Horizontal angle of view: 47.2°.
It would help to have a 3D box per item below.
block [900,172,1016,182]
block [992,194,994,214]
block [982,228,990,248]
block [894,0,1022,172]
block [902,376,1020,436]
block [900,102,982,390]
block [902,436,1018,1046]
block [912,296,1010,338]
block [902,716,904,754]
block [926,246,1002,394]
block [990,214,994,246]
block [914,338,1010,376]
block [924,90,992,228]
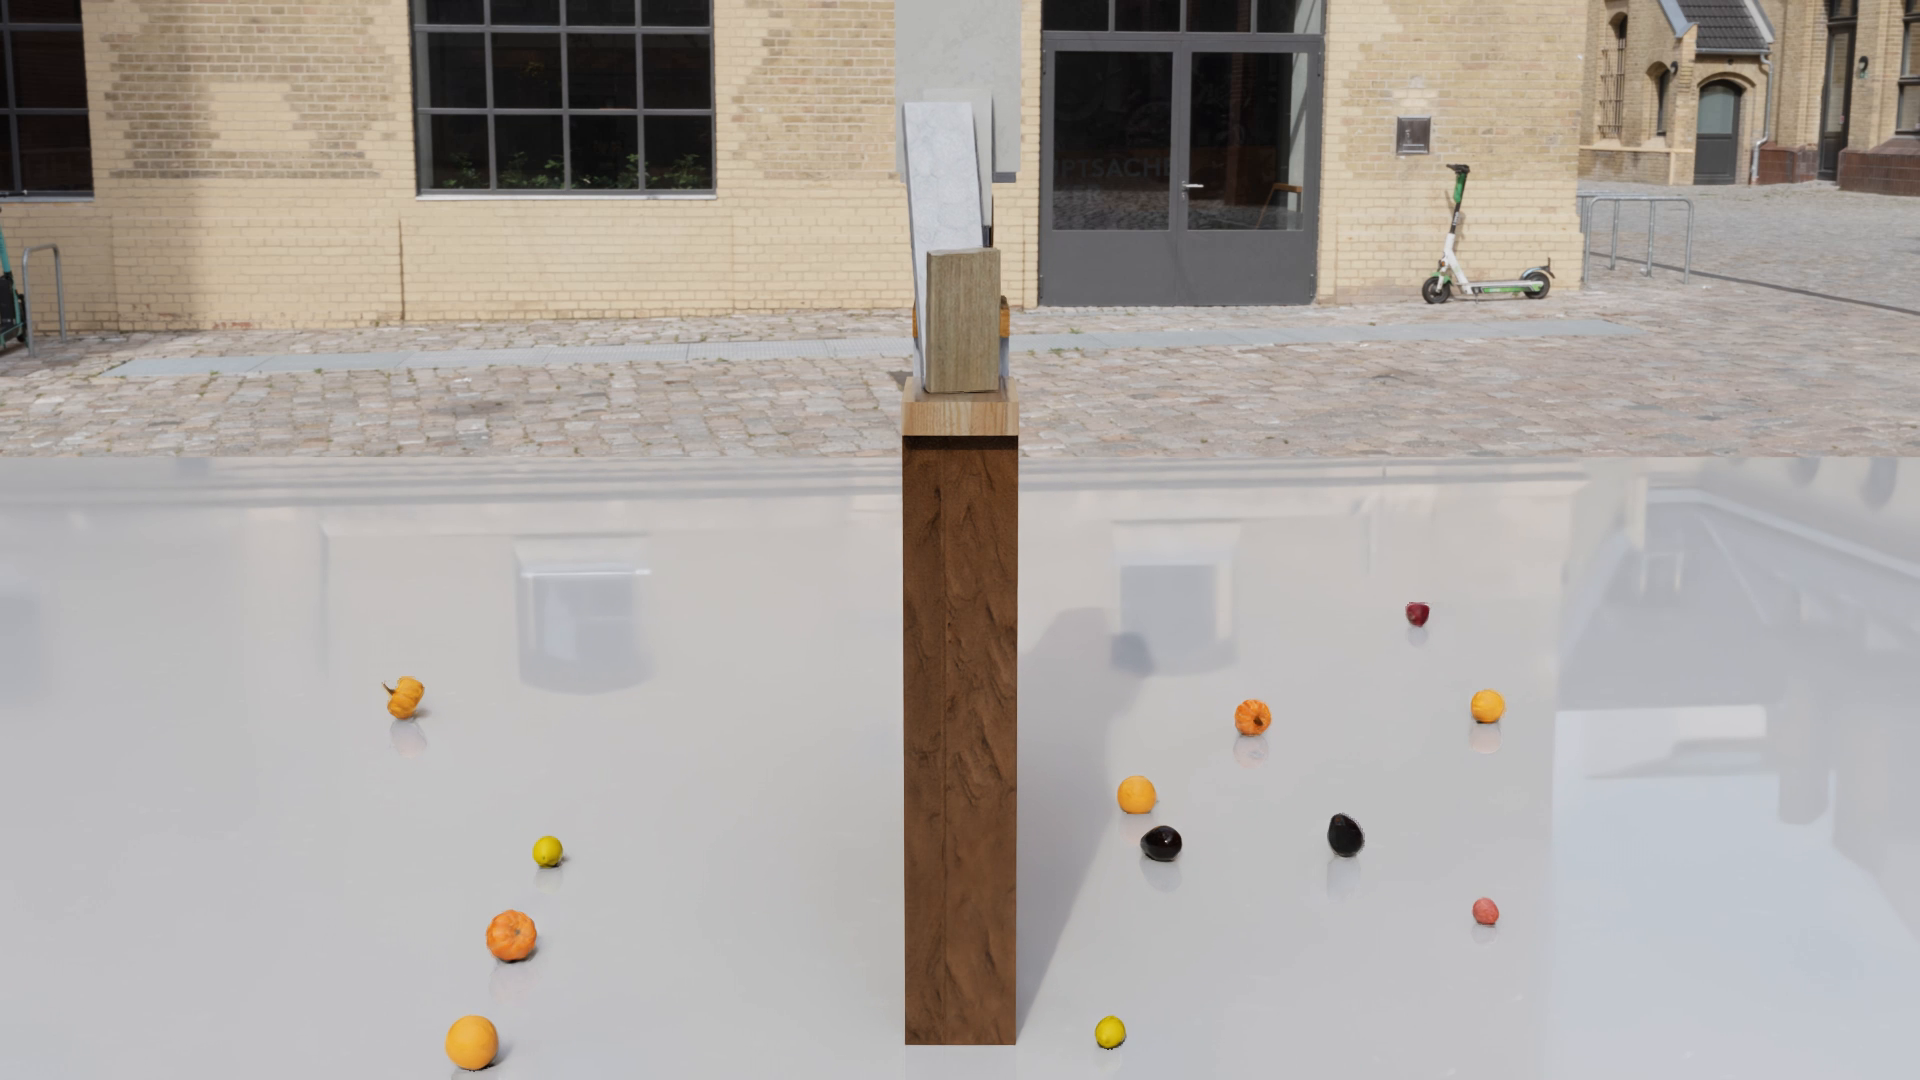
[{"bbox_3d":[-0.003,-0.738,3.367,0.178,0.377,0.050,0,10,1],"label":"block"},{"bbox_3d":[0.003,-0.575,3.768,0.106,0.030,0.211,0,10,2],"label":"block"},{"bbox_3d":[-0.001,-0.425,3.197,0.085,0.170,0.024,0,10,2],"label":"block"},{"bbox_3d":[-0.003,-0.705,3.133,0.178,0.356,0.050,0,10,0],"label":"block"},{"bbox_3d":[0.000,-0.186,3.021,0.154,0.044,0.308,0,11,0],"label":"block"},{"bbox_3d":[-0.018,-0.408,3.038,0.095,0.402,0.027,-2,-9,-12],"label":"block"},{"bbox_3d":[0.000,0.277,3.003,0.154,0.860,0.044,0,11,0],"label":"block"},{"bbox_3d":[0.001,-0.337,3.297,0.139,0.039,0.278,0,11,0],"label":"block"},{"bbox_3d":[-0.001,0.264,3.434,0.170,0.048,0.339,0,11,0],"label":"block"},{"bbox_3d":[0.004,-0.293,2.940,0.095,0.191,0.027,-5,22,-15],"label":"block"},{"bbox_3d":[0.006,-0.469,3.863,0.106,0.211,0.030,0,13,0],"label":"block"},{"bbox_3d":[0.002,-0.100,3.247,0.139,0.408,0.039,0,10,0],"label":"block"},{"bbox_3d":[-0.003,-0.538,3.107,0.095,0.191,0.027,0,0,0],"label":"block"}]
